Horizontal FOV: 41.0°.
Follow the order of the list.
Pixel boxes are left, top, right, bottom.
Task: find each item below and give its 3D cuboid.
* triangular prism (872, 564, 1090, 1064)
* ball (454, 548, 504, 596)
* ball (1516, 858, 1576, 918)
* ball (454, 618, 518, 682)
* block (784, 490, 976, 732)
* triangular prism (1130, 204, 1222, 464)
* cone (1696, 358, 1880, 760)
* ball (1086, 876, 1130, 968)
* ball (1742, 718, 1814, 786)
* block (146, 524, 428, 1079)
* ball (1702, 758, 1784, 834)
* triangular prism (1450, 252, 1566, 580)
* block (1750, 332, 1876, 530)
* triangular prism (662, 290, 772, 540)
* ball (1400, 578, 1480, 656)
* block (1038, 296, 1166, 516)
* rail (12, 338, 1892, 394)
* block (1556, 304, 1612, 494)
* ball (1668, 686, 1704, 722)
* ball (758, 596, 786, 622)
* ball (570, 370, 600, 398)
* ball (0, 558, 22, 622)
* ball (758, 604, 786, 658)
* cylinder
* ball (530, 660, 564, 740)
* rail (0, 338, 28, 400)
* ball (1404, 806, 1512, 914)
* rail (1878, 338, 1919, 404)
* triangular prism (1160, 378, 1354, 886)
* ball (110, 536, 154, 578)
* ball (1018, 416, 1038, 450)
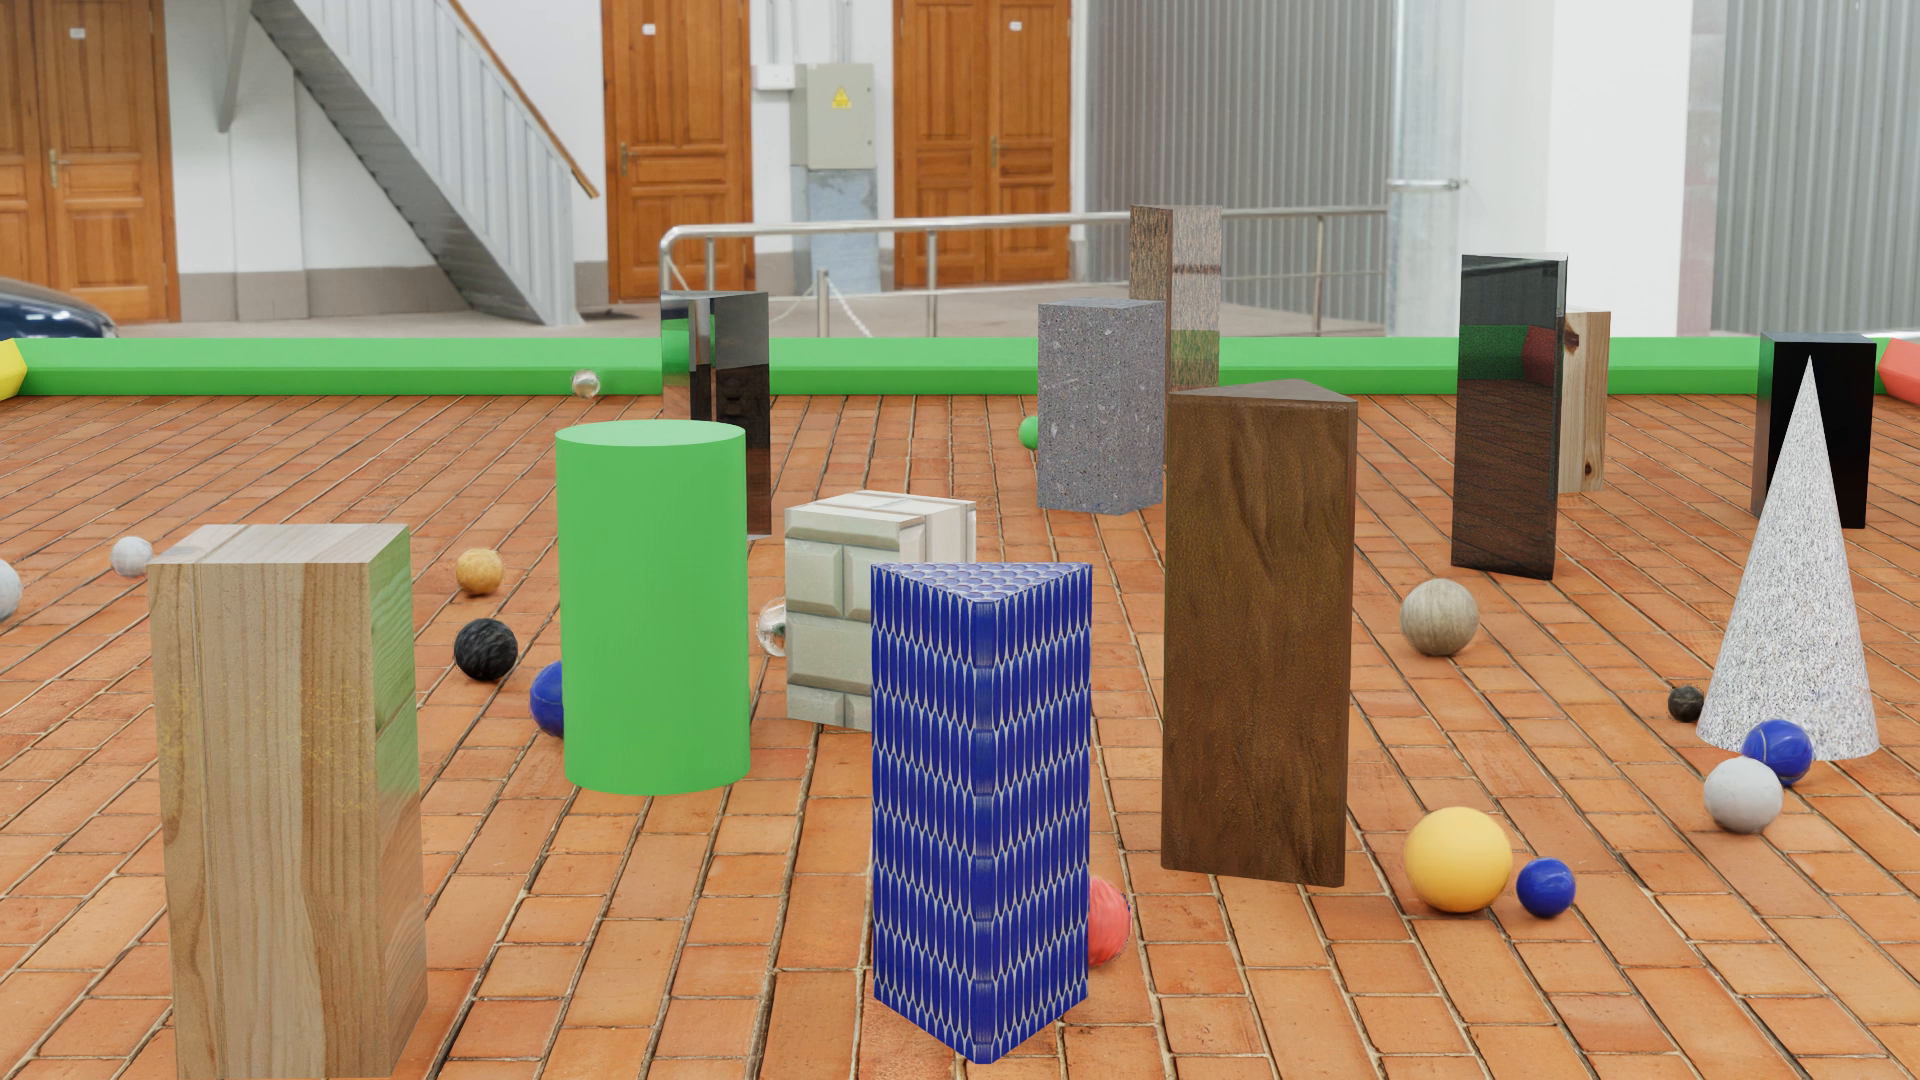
[{"bbox_3d":[0.038,0.196,1.966,0.145,0.348,0.167,-6,12,-30],"label":"triangular prism"},{"bbox_3d":[-0.665,0.044,3.551,0.067,0.067,0.067,0,11,0],"label":"ball"},{"bbox_3d":[0.506,0.300,2.215,0.051,0.051,0.051,0,11,0],"label":"ball"},{"bbox_3d":[-0.566,0.131,3.061,0.075,0.075,0.075,0,11,0],"label":"ball"},{"bbox_3d":[-0.089,0.078,2.895,0.154,0.239,0.154,7,12,32],"label":"block"},{"bbox_3d":[0.376,-0.388,4.780,0.145,0.466,0.167,8,13,38],"label":"triangular prism"},{"bbox_3d":[0.905,0.009,2.770,0.193,0.421,0.193,0,11,0],"label":"cone"},{"bbox_3d":[0.102,0.311,2.094,0.074,0.074,0.074,0,11,0],"label":"ball"},{"bbox_3d":[0.834,0.217,2.616,0.069,0.069,0.069,0,11,0],"label":"ball"},{"bbox_3d":[-0.493,0.190,1.906,0.154,0.382,0.154,0,11,-1],"label":"block"},{"bbox_3d":[0.749,0.245,2.454,0.074,0.074,0.074,0,11,0],"label":"ball"},{"bbox_3d":[0.831,-0.186,3.725,0.167,0.455,0.145,10,15,44],"label":"triangular prism"},{"bbox_3d":[1.369,-0.179,4.123,0.154,0.295,0.154,2,11,9],"label":"block"},{"bbox_3d":[-0.404,-0.190,3.954,0.145,0.381,0.167,8,13,38],"label":"triangular prism"},{"bbox_3d":[0.597,0.096,3.191,0.096,0.096,0.096,0,11,0],"label":"ball"},{"bbox_3d":[0.234,-0.225,4.255,0.154,0.338,0.154,7,12,31],"label":"block"},{"bbox_3d":[-0.013,-0.383,5.682,4.173,0.125,0.045,0,11,0],"label":"rail"},{"bbox_3d":[1.012,-0.246,4.448,0.154,0.310,0.154,-3,11,-18],"label":"block"},{"bbox_3d":[0.813,0.183,2.871,0.042,0.042,0.042,0,11,0],"label":"ball"},{"bbox_3d":[-0.224,0.103,3.247,0.062,0.062,0.062,0,11,0],"label":"ball"},{"bbox_3d":[-0.823,-0.343,5.641,0.065,0.065,0.065,0,11,0],"label":"ball"},{"bbox_3d":[-1.277,0.067,3.355,0.094,0.094,0.094,0,11,0],"label":"ball"},{"bbox_3d":[-0.219,0.113,3.185,0.065,0.065,0.065,0,11,0],"label":"ball"},{"bbox_3d":[-0.315,0.065,2.648,0.193,0.356,0.193,0,11,0],"label":"cylinder"},{"bbox_3d":[-0.423,0.173,2.792,0.090,0.090,0.090,0,11,0],"label":"ball"},{"bbox_3d":[-2.063,0.034,3.437,0.045,0.125,4.589,0,11,0],"label":"rail"},{"bbox_3d":[0.432,0.277,2.226,0.092,0.092,0.092,0,11,0],"label":"ball"},{"bbox_3d":[2.063,0.030,3.461,0.045,0.125,4.589,0,11,0],"label":"rail"},{"bbox_3d":[0.288,0.078,2.353,0.167,0.438,0.145,4,11,20],"label":"triangular prism"},{"bbox_3d":[-1.186,0.024,3.675,0.060,0.060,0.060,0,11,0],"label":"ball"},{"bbox_3d":[0.143,-0.203,4.880,0.067,0.067,0.067,0,11,0],"label":"ball"}]
